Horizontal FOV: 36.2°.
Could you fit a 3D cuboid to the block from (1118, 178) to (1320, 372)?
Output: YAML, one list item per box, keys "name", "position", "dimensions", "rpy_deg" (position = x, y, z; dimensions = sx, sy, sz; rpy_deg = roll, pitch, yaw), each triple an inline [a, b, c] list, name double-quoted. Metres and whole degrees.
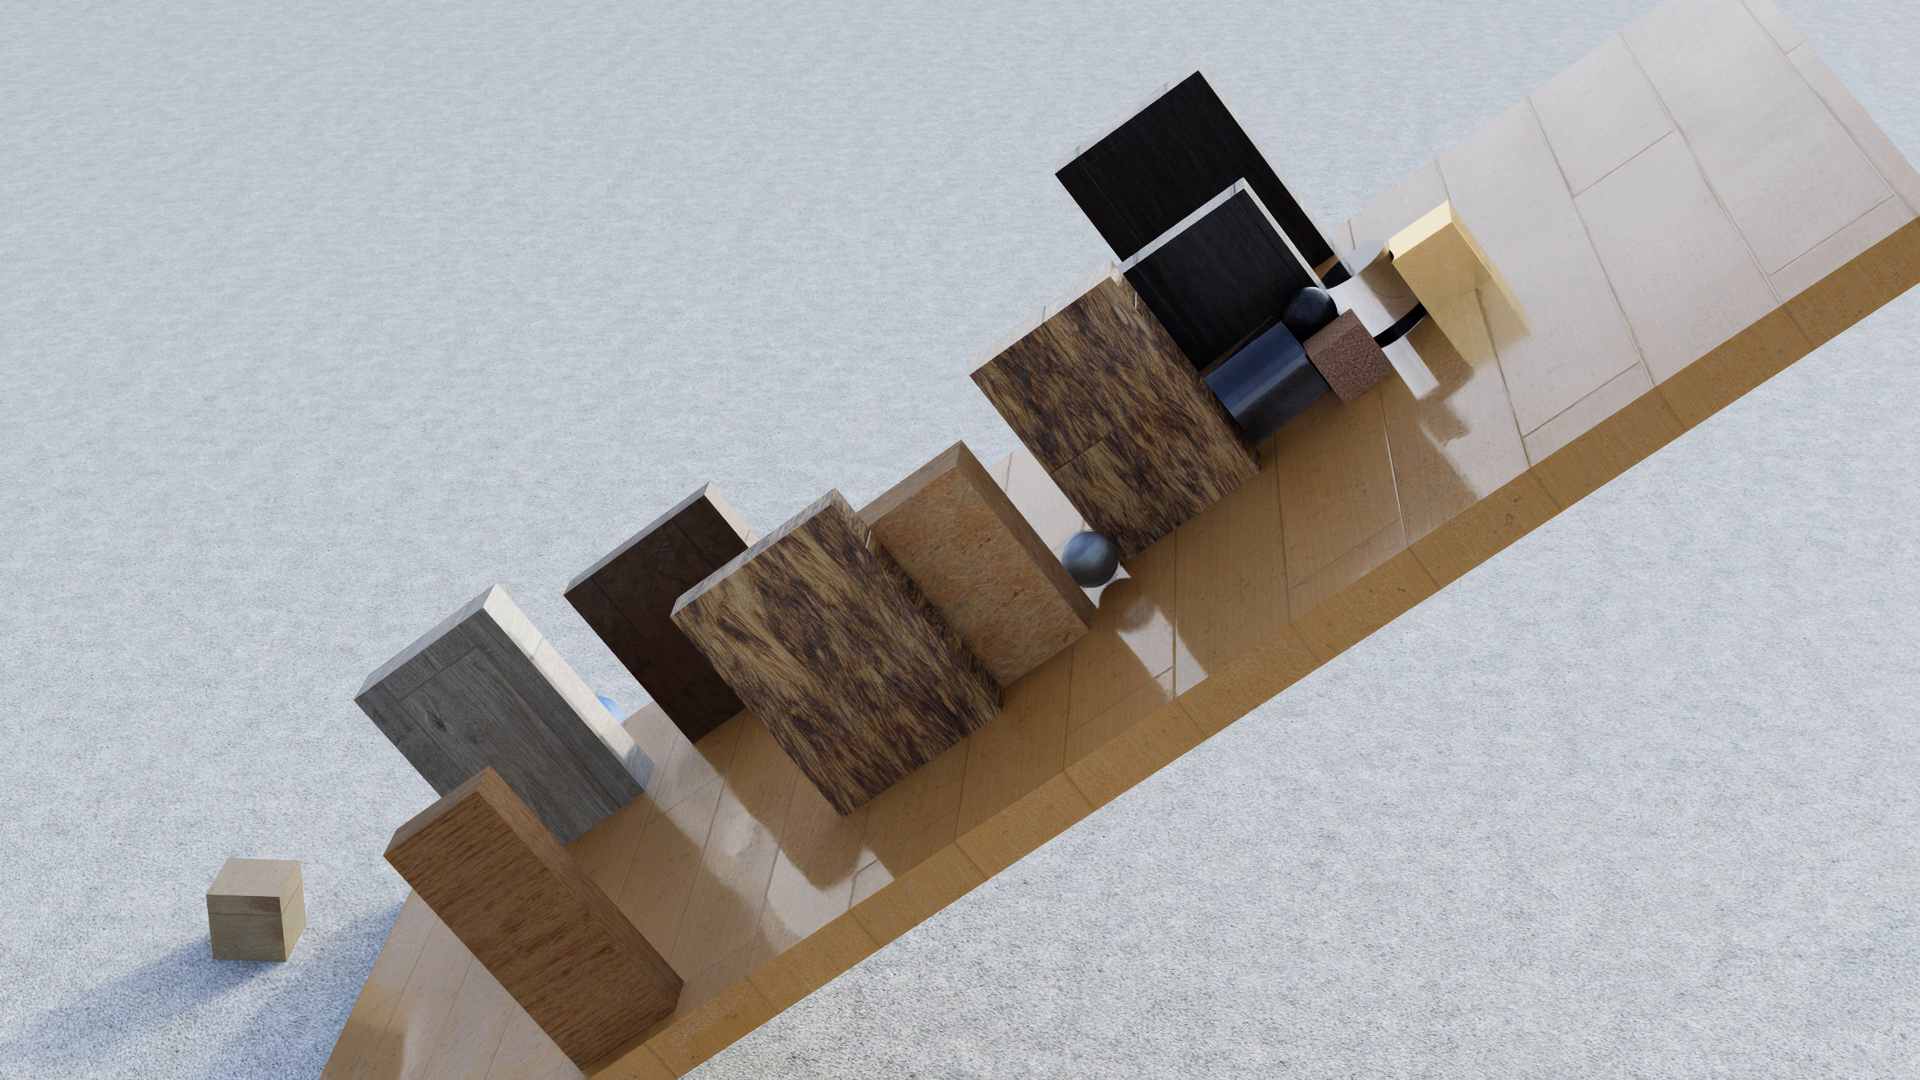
- name: "block"
  position: [0.552, -0.464, 6.169]
  dimensions: [0.410, 0.429, 0.083]
  rpy_deg: [-34, 16, 17]

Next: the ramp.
- name: "ramp"
  position: [0.128, 0.180, 6.324]
  dimensions: [4.000, 0.100, 2.000]
  rpy_deg: [-34, 16, 17]

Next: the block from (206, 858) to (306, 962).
- name: "block"
  position: [-1.797, 0.944, 7.516]
  dimensions: [0.189, 0.189, 0.189]
  rpy_deg: [2, 23, 4]

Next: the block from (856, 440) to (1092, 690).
- name: "block"
  position: [-0.031, 0.101, 5.902]
  dimensions: [0.409, 0.437, 0.144]
  rpy_deg: [-34, 16, 17]

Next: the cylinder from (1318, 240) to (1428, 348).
- name: "cylinder"
  position: [0.857, -0.506, 6.087]
  dimensions: [0.164, 0.164, 0.164]
  rpy_deg: [-36, 16, 12]

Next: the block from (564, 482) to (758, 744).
- name: "block"
  position: [-0.611, 0.175, 6.936]
  dimensions: [0.433, 0.479, 0.084]
  rpy_deg: [-34, 16, 17]

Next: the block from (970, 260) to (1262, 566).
- name: "block"
  position: [0.317, -0.256, 5.966]
  dimensions: [0.351, 0.512, 0.110]
  rpy_deg: [-34, 16, 17]

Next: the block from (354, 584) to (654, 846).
- name: "block"
  position: [-1.083, 0.459, 7.012]
  dimensions: [0.411, 0.589, 0.141]
  rpy_deg: [-34, 16, 17]

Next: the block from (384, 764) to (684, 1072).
- name: "block"
  position: [-0.816, 0.730, 5.656]
  dimensions: [0.240, 0.584, 0.105]
  rpy_deg: [-34, 16, 17]

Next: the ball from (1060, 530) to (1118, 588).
- name: "ball"
  position: [0.263, 0.040, 5.979]
  dimensions: [0.117, 0.117, 0.117]
  rpy_deg: [0, 23, 0]

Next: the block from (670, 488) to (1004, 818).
- name: "block"
  position: [-0.239, 0.228, 5.816]
  dimensions: [0.404, 0.546, 0.090]
  rpy_deg: [-34, 16, 17]

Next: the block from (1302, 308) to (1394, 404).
- name: "block"
  position: [0.785, -0.372, 5.954]
  dimensions: [0.122, 0.122, 0.122]
  rpy_deg: [-36, 16, 10]

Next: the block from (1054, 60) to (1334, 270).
- name: "block"
  position: [0.546, -0.771, 6.835]
  dimensions: [0.408, 0.539, 0.099]
  rpy_deg: [-34, 16, 17]

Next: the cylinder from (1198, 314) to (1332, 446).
- name: "cylinder"
  position: [0.626, -0.328, 6.048]
  dimensions: [0.196, 0.196, 0.196]
  rpy_deg: [-38, 25, 4]

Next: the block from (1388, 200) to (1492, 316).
- name: "block"
  position: [0.984, -0.578, 6.031]
  dimensions: [0.146, 0.146, 0.146]
  rpy_deg: [-34, 16, 19]

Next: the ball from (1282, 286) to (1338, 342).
- name: "ball"
  position: [0.718, -0.463, 6.040]
  dimensions: [0.115, 0.115, 0.115]
  rpy_deg: [0, 23, 0]

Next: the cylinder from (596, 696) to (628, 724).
- name: "cylinder"
  position: [-1.068, 0.579, 8.364]
  dimensions: [0.208, 0.208, 0.208]
  rpy_deg: [7, 24, 17]
